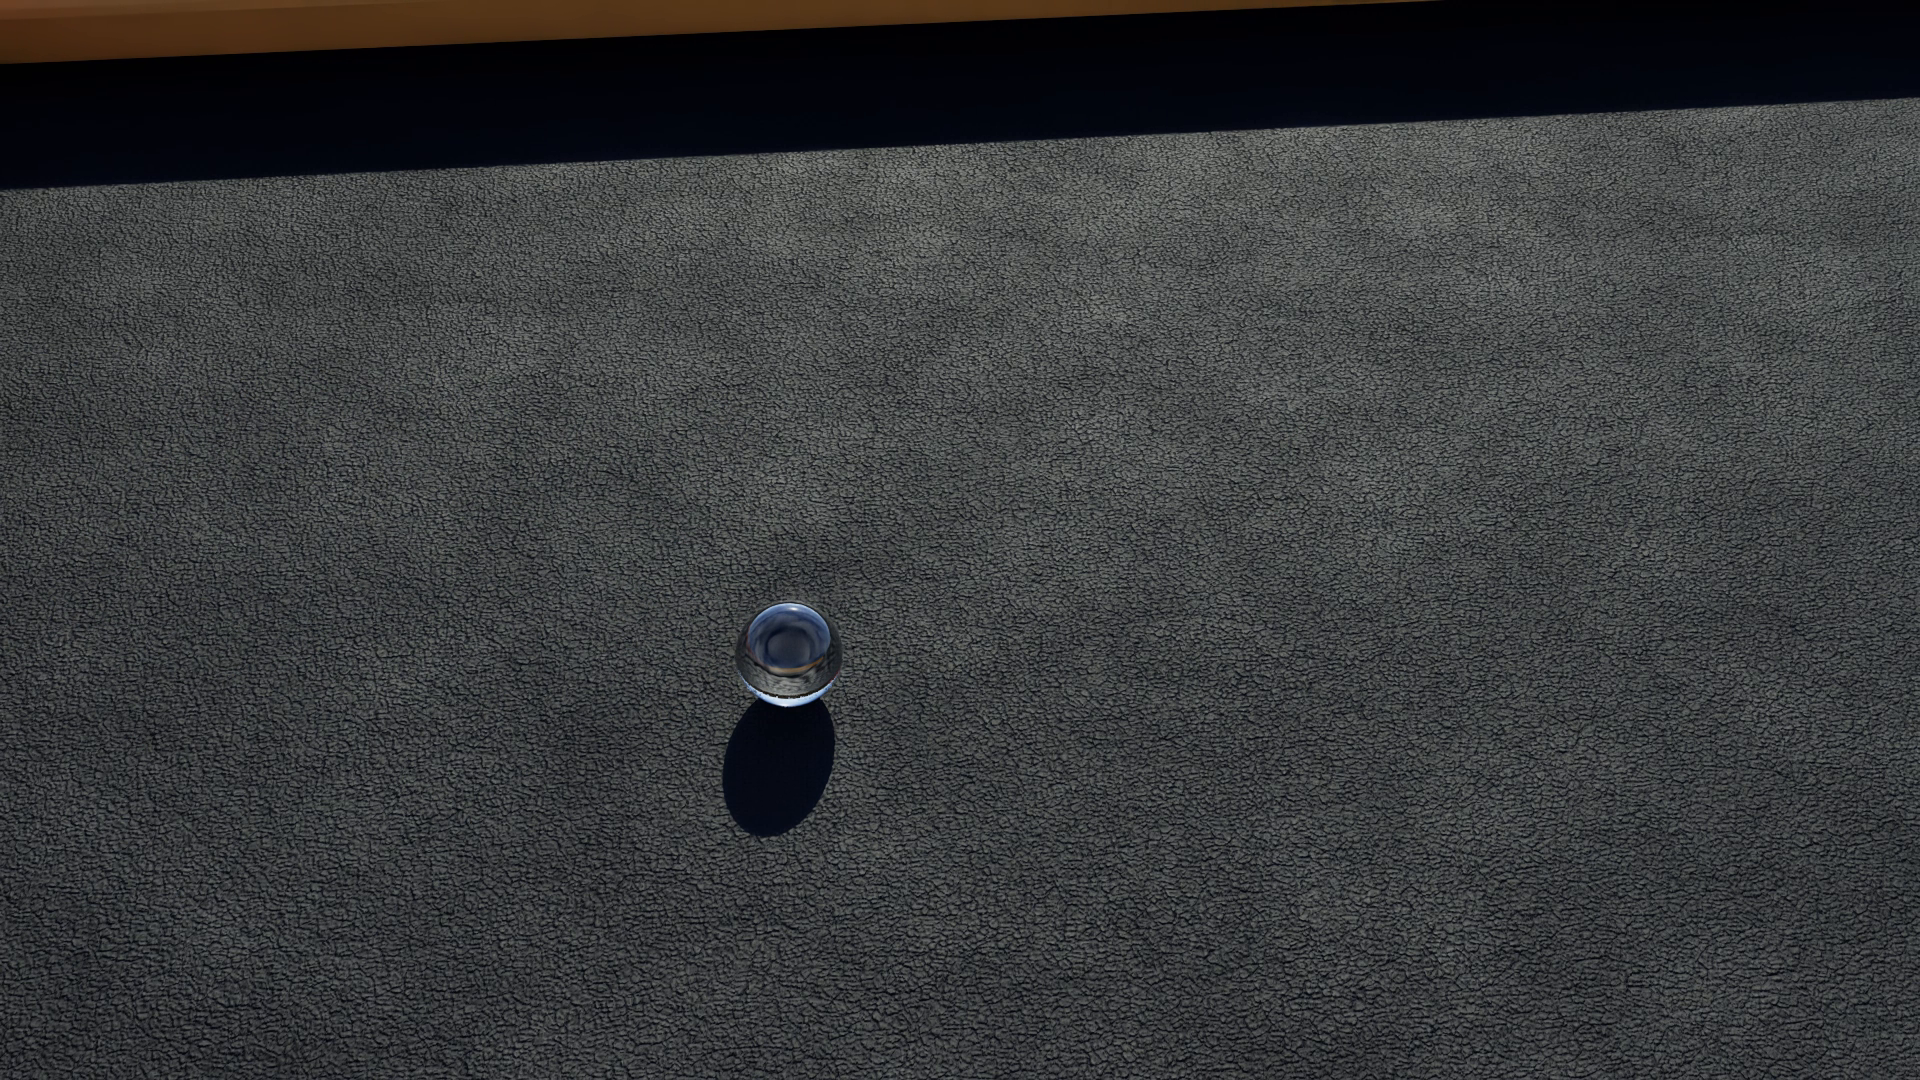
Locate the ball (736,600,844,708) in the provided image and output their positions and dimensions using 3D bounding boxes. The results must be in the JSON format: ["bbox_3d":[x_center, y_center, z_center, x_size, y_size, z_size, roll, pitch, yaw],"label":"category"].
[{"bbox_3d":[-0.101,0.067,1.524,0.064,0.064,0.064,0,36,0],"label":"ball"}]

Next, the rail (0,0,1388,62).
[{"bbox_3d":[0.741,-0.553,2.320,3.322,0.127,0.045,-4,36,-5],"label":"rail"}]
